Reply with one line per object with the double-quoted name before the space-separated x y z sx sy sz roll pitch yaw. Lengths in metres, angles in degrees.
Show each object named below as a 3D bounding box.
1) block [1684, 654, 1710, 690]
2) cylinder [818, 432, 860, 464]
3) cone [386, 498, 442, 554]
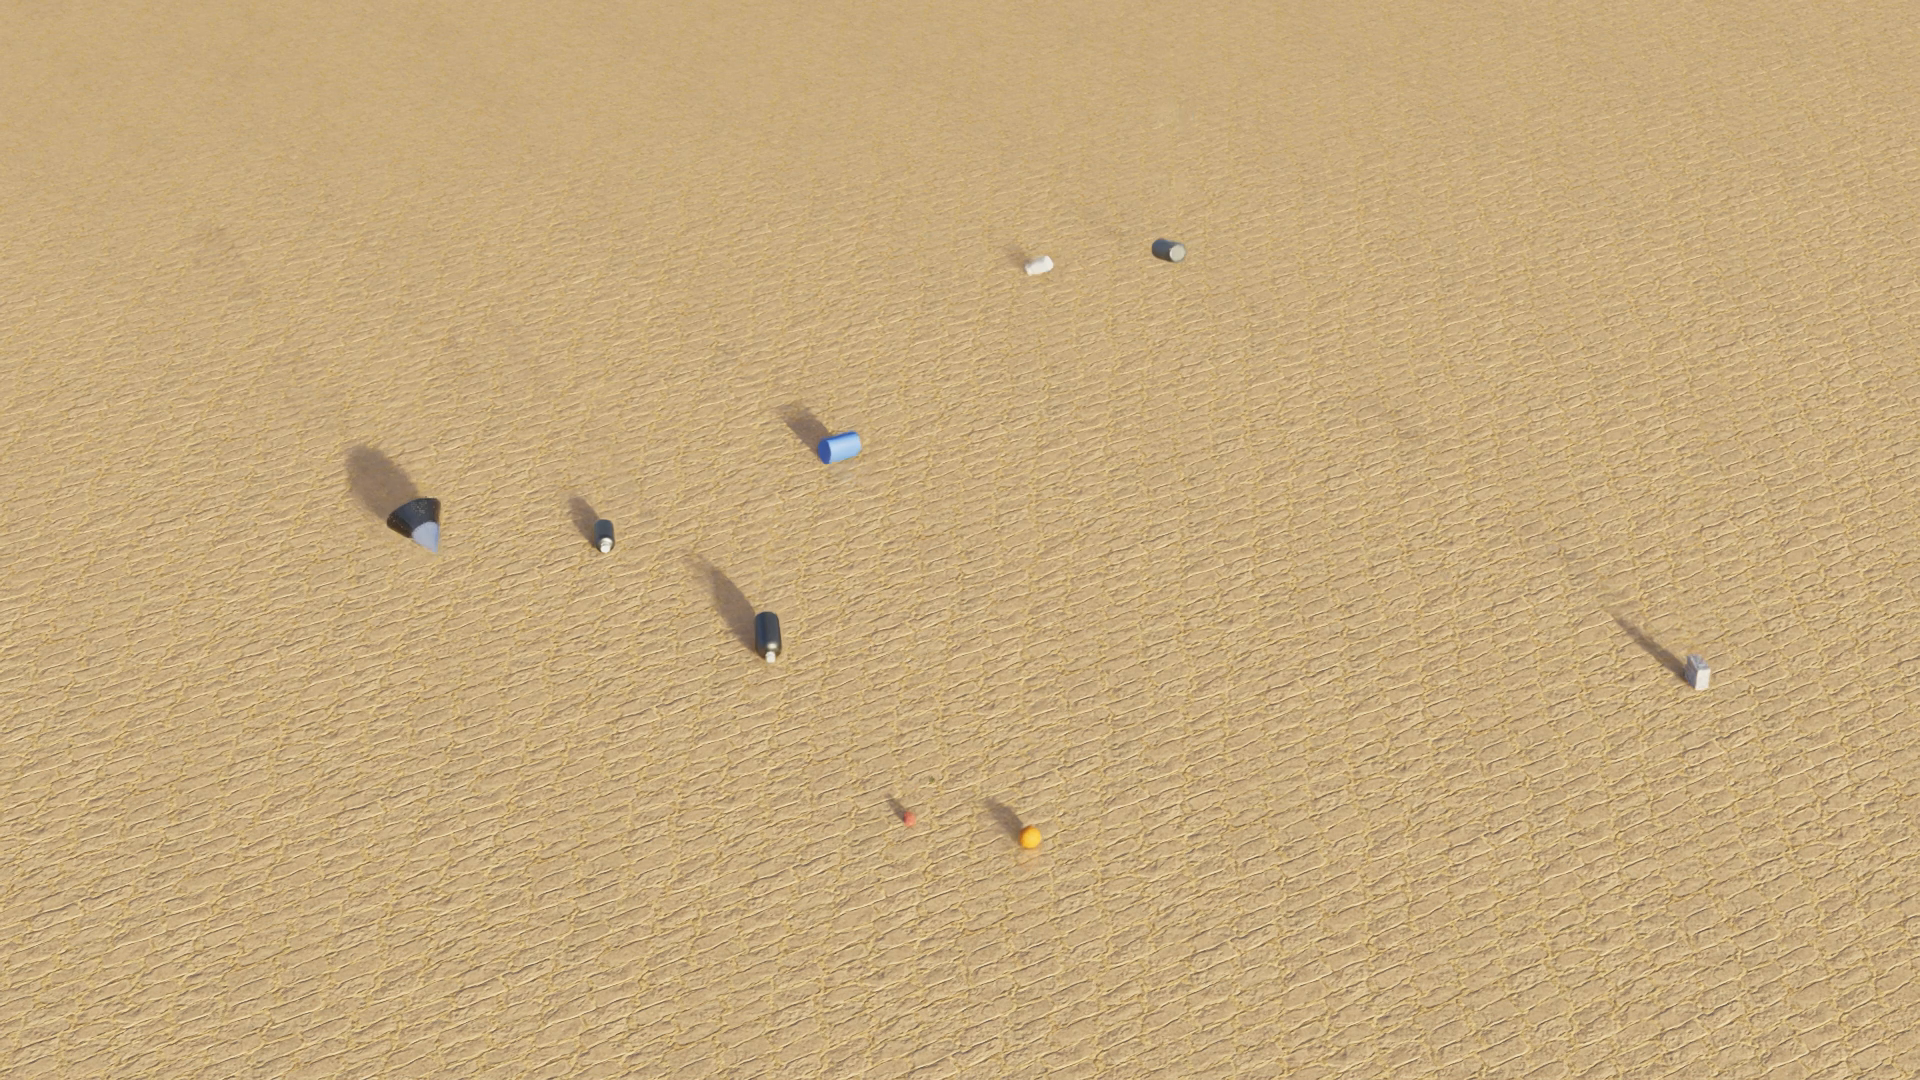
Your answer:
"block" 2.557 0.459 10.170 0.045 0.086 0.093 -6 34 -9
"cylinder" -0.468 -0.357 11.371 0.127 0.143 0.091 -16 76 -23
"cone" -1.988 -0.023 10.897 0.237 0.197 0.189 -7 58 -51
